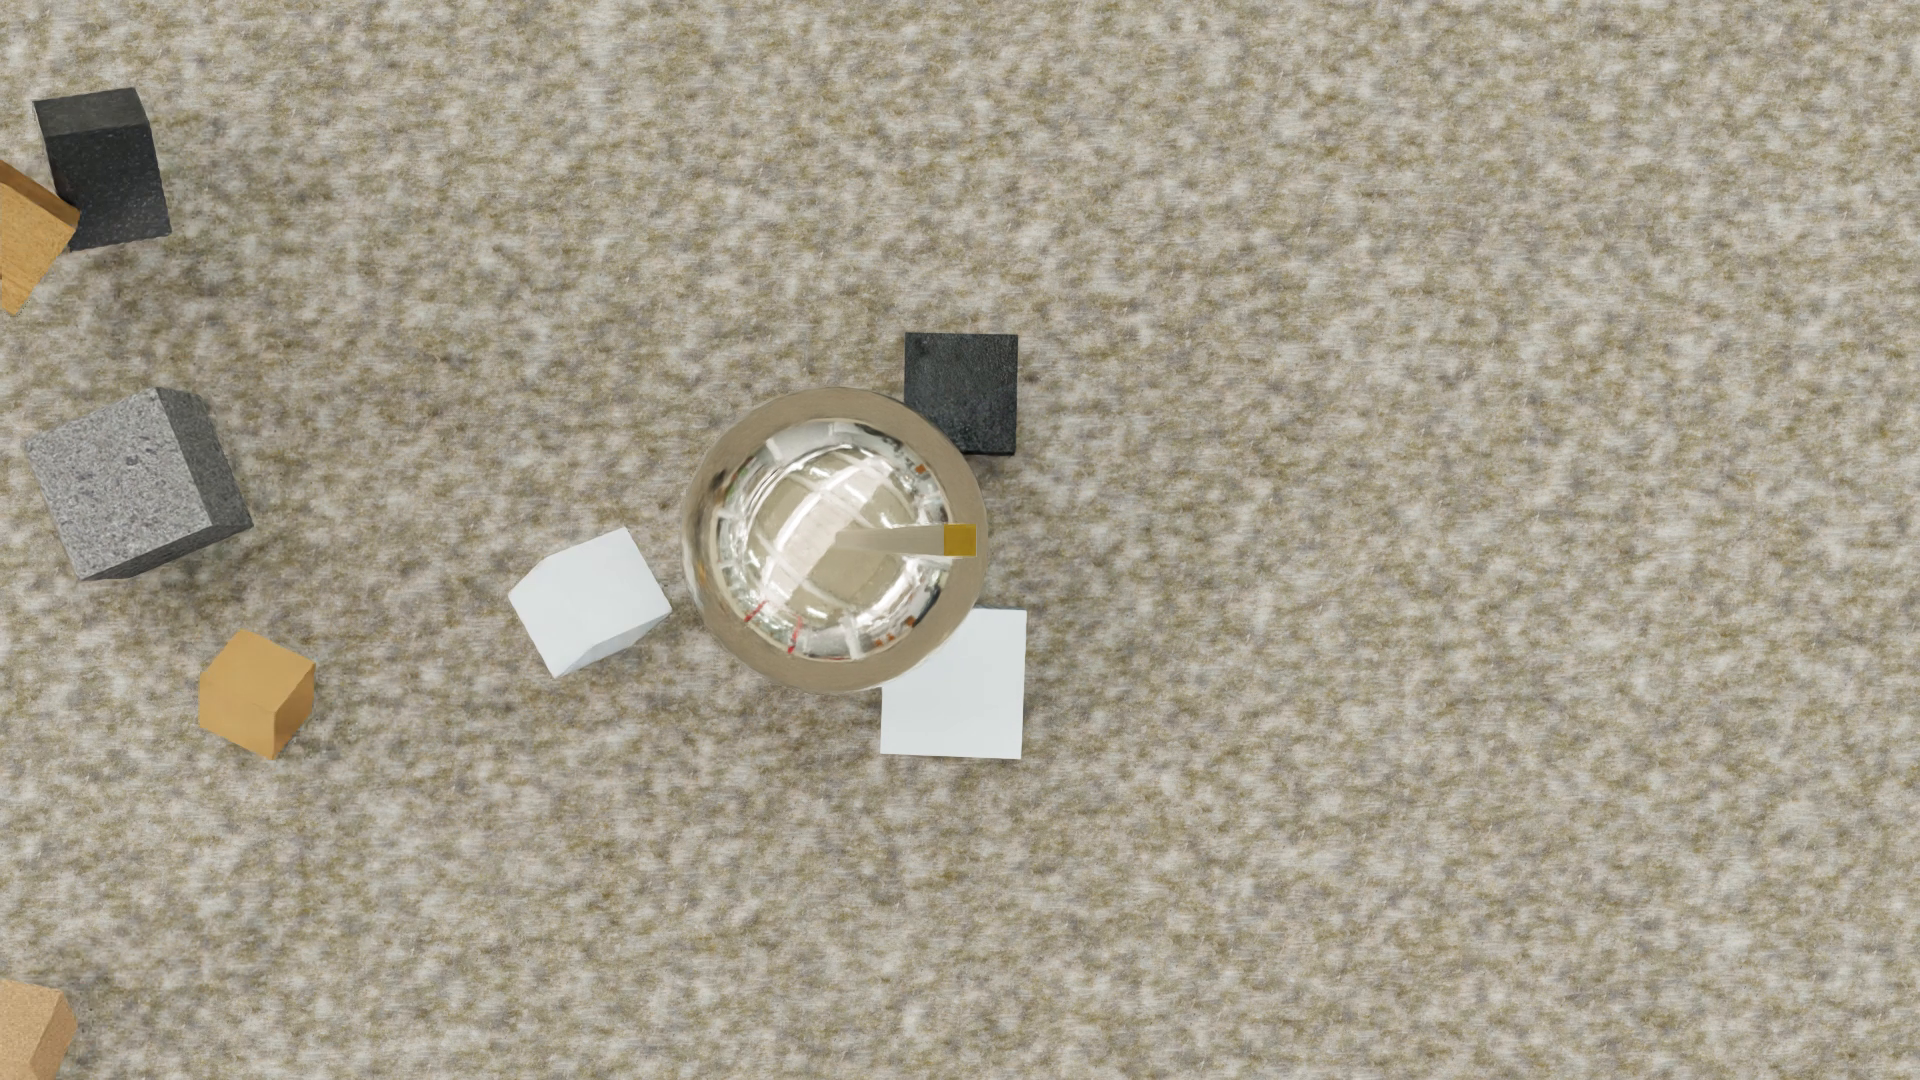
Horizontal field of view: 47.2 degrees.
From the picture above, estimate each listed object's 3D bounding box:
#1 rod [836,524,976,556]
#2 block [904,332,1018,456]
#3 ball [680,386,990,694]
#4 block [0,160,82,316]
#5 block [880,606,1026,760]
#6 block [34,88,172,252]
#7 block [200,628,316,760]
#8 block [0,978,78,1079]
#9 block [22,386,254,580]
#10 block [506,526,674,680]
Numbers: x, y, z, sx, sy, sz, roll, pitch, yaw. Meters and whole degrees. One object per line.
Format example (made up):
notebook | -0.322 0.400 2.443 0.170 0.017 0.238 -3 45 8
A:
rod | -0.281 0.000 8.048 0.080 5.200 0.080 0 90 -6
block | 0.003 -0.834 12.702 0.637 0.597 0.663 1 90 0
ball | -0.648 0.000 11.428 1.600 1.600 1.600 0 90 0
block | -5.133 -1.642 11.806 0.529 0.554 0.564 36 94 -26
block | -0.036 0.796 12.661 0.790 0.678 0.832 2 90 0
block | -4.850 -2.103 12.443 0.552 0.609 0.674 -14 124 -21
block | -4.039 0.887 12.640 0.474 0.472 0.416 25 46 4
block | -5.439 2.862 12.681 0.447 0.440 0.459 10 51 1
block | -4.703 -0.316 12.629 0.804 0.742 0.842 -23 90 0
block | -2.050 0.347 12.178 0.570 0.493 0.545 -25 82 -44
